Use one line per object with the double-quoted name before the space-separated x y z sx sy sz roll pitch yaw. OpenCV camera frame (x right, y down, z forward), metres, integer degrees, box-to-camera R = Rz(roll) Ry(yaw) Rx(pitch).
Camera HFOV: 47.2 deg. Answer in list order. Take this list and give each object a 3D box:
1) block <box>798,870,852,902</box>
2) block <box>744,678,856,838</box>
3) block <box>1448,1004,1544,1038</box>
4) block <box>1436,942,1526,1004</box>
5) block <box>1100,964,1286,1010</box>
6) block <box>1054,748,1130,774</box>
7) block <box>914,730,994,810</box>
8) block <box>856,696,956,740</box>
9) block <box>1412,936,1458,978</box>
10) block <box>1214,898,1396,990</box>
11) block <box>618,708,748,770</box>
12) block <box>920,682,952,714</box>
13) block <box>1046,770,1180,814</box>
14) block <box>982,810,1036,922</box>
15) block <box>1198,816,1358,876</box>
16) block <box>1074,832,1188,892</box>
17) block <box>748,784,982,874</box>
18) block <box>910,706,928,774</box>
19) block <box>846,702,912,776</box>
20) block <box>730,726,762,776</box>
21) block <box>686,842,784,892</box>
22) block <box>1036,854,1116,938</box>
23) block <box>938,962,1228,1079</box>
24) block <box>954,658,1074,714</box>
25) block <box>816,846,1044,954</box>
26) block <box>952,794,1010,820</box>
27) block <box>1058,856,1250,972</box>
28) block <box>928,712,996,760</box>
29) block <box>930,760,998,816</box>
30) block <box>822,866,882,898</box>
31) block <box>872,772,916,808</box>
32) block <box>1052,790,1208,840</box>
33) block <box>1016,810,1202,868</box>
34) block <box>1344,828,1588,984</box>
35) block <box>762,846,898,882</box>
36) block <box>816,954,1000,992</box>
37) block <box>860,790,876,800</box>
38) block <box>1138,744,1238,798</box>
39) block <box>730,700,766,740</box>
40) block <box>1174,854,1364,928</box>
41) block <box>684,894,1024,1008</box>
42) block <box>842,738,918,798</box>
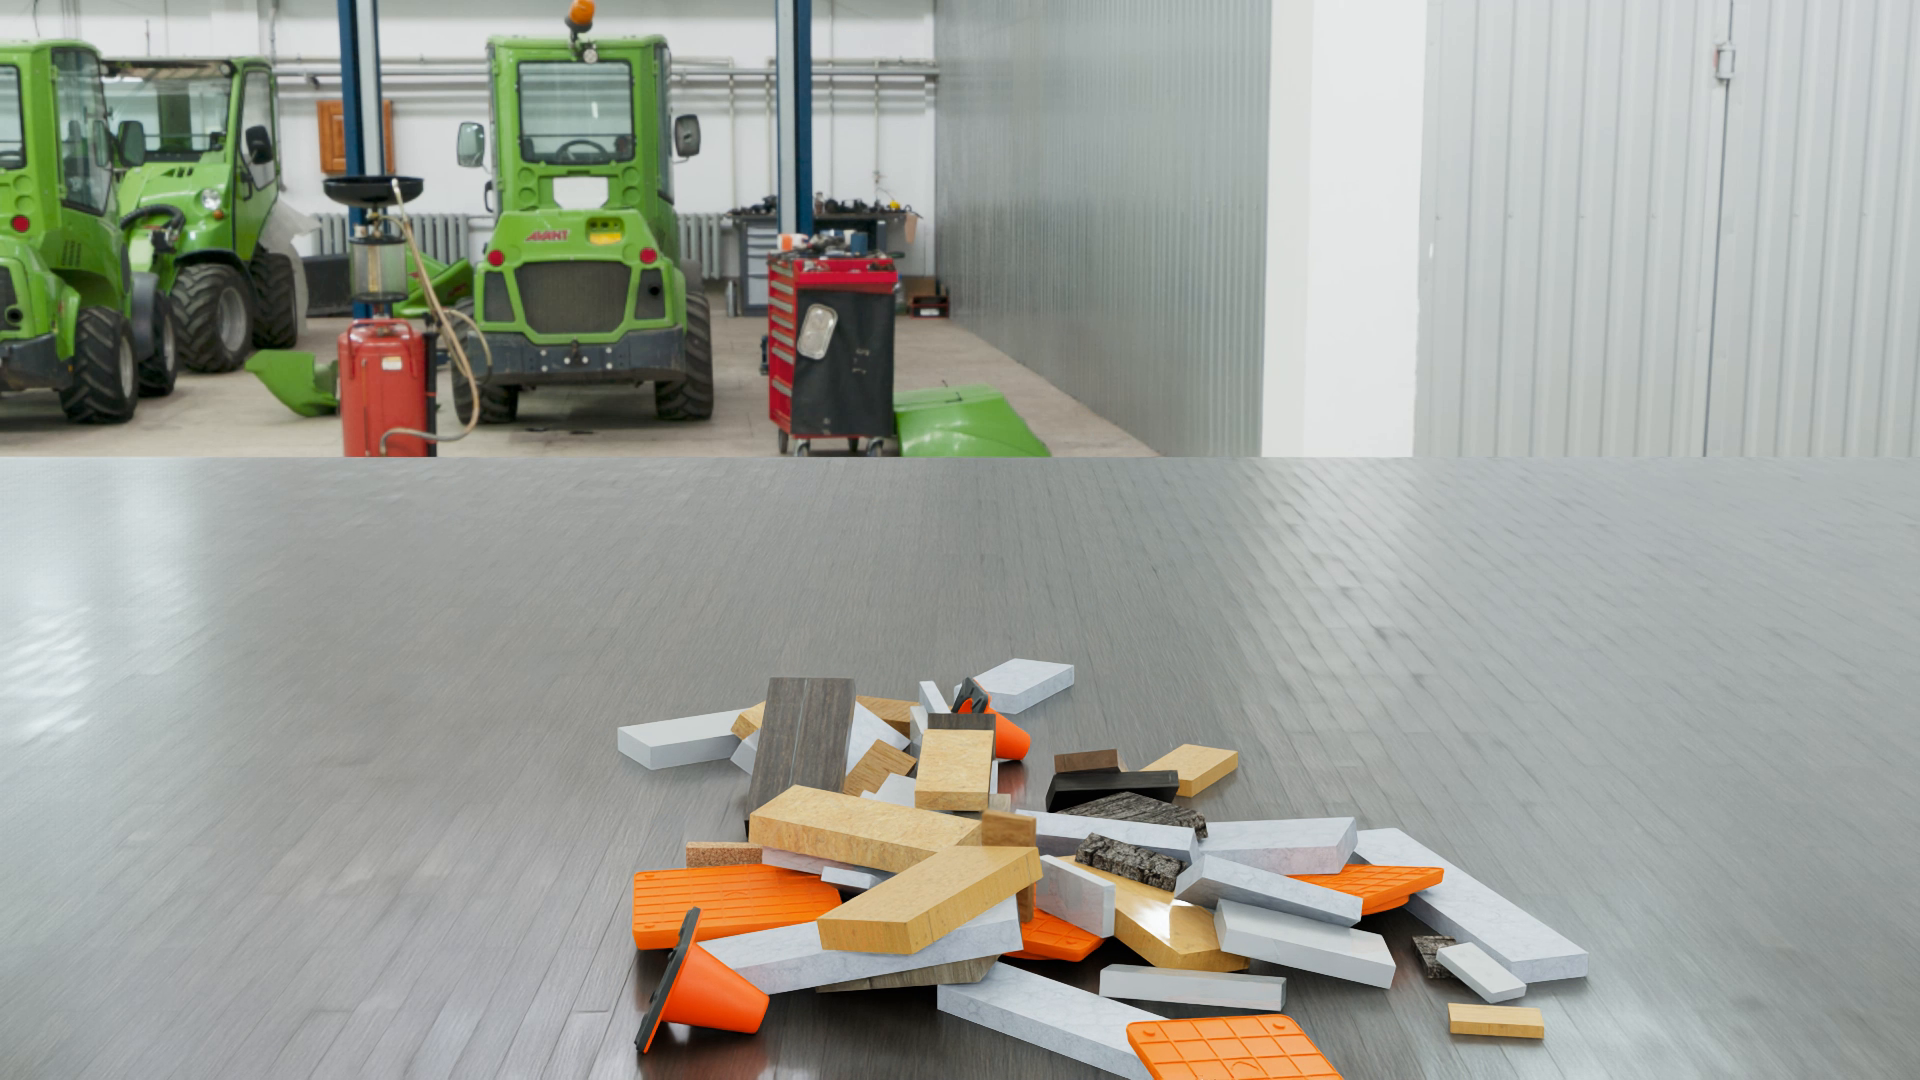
"block" -0.195 0.554 3.666 0.080 0.023 0.159 -46 33 -19
"block" -0.292 0.400 4.077 0.163 0.046 0.364 1 41 4
"block" 0.760 0.682 3.122 0.128 0.018 0.064 2 11 8
"block" 0.774 0.643 3.269 0.064 0.018 0.128 -5 23 -26
"block" 0.338 0.645 3.175 0.256 0.036 0.128 2 -6 12
"block" 0.249 0.434 4.098 0.115 0.033 0.230 -7 -18 9
"block" -0.009 0.405 3.893 0.126 0.036 0.252 1 20 3
"block" -0.180 0.378 4.691 0.304 0.043 0.152 5 12 24
"block" 0.735 0.637 3.364 0.064 0.018 0.128 0 11 0
"block" 0.517 0.608 3.317 0.257 0.036 0.129 13 11 -1
"block" -0.515 0.406 4.531 0.337 0.048 0.168 -6 12 -31
"block" -0.024 0.403 4.294 0.029 0.104 0.496 -2 15 -11
"block" 0.281 0.467 4.065 0.230 0.033 0.115 -1 -29 -7
"block" 0.074 0.505 3.410 0.082 0.164 0.023 6 12 25
"block" 0.497 0.525 3.752 0.332 0.047 0.166 -5 8 22
"block" 0.273 0.514 3.511 0.164 0.023 0.082 16 16 16
"block" -0.152 0.471 3.551 0.337 0.048 0.168 8 13 20
"block" -0.074 0.407 4.369 0.029 0.104 0.208 -1 11 -7
"block" -0.217 0.408 4.298 0.163 0.046 0.326 35 17 6
"block" -0.312 0.413 4.273 0.163 0.046 0.326 35 17 7
"block" -0.376 0.547 3.677 0.159 0.080 0.023 0 16 2
"block" 0.178 0.550 3.403 0.023 0.082 0.164 -6 13 -36
"block" 0.166 0.679 3.089 0.423 0.036 0.128 10 14 42
"block" 0.125 0.328 4.963 0.152 0.043 0.304 5 12 27
"block" -0.040 0.527 3.248 0.166 0.047 0.332 -5 9 37
"block" 0.036 0.514 3.770 0.099 0.028 0.199 1 37 2
"block" 0.289 0.578 3.415 0.151 0.043 0.329 0 19 -37
"block" 0.001 0.430 4.008 0.126 0.036 0.252 0 51 2
"block" 0.002 0.484 3.873 0.126 0.036 0.252 0 34 2
"block" -0.156 0.547 3.474 0.080 0.023 0.159 7 -16 17
"block" -0.105 0.474 4.016 0.087 0.025 0.175 14 14 8
"block" 0.294 0.499 3.854 0.151 0.043 0.301 -14 6 -21
"block" 0.246 0.522 3.642 0.302 0.151 0.043 4 50 19
"block" 0.797 0.586 3.588 0.129 0.036 0.629 -3 11 -16
"block" -0.104 0.514 3.594 0.402 0.048 0.168 8 13 17
"block" -0.076 0.623 3.262 0.257 0.036 0.128 -8 7 19
"block" -0.151 0.505 3.964 0.087 0.025 0.175 20 15 3
"block" 0.448 0.452 4.324 0.115 0.033 0.230 6 12 29
"block" -0.328 0.379 4.481 0.152 0.043 0.304 37 21 13
"block" 0.474 0.552 3.388 0.257 0.036 0.129 16 -27 -8
"block" -0.153 0.597 3.237 0.488 0.047 0.166 -10 7 1
"block" -0.158 0.448 4.131 0.087 0.025 0.175 27 36 11
